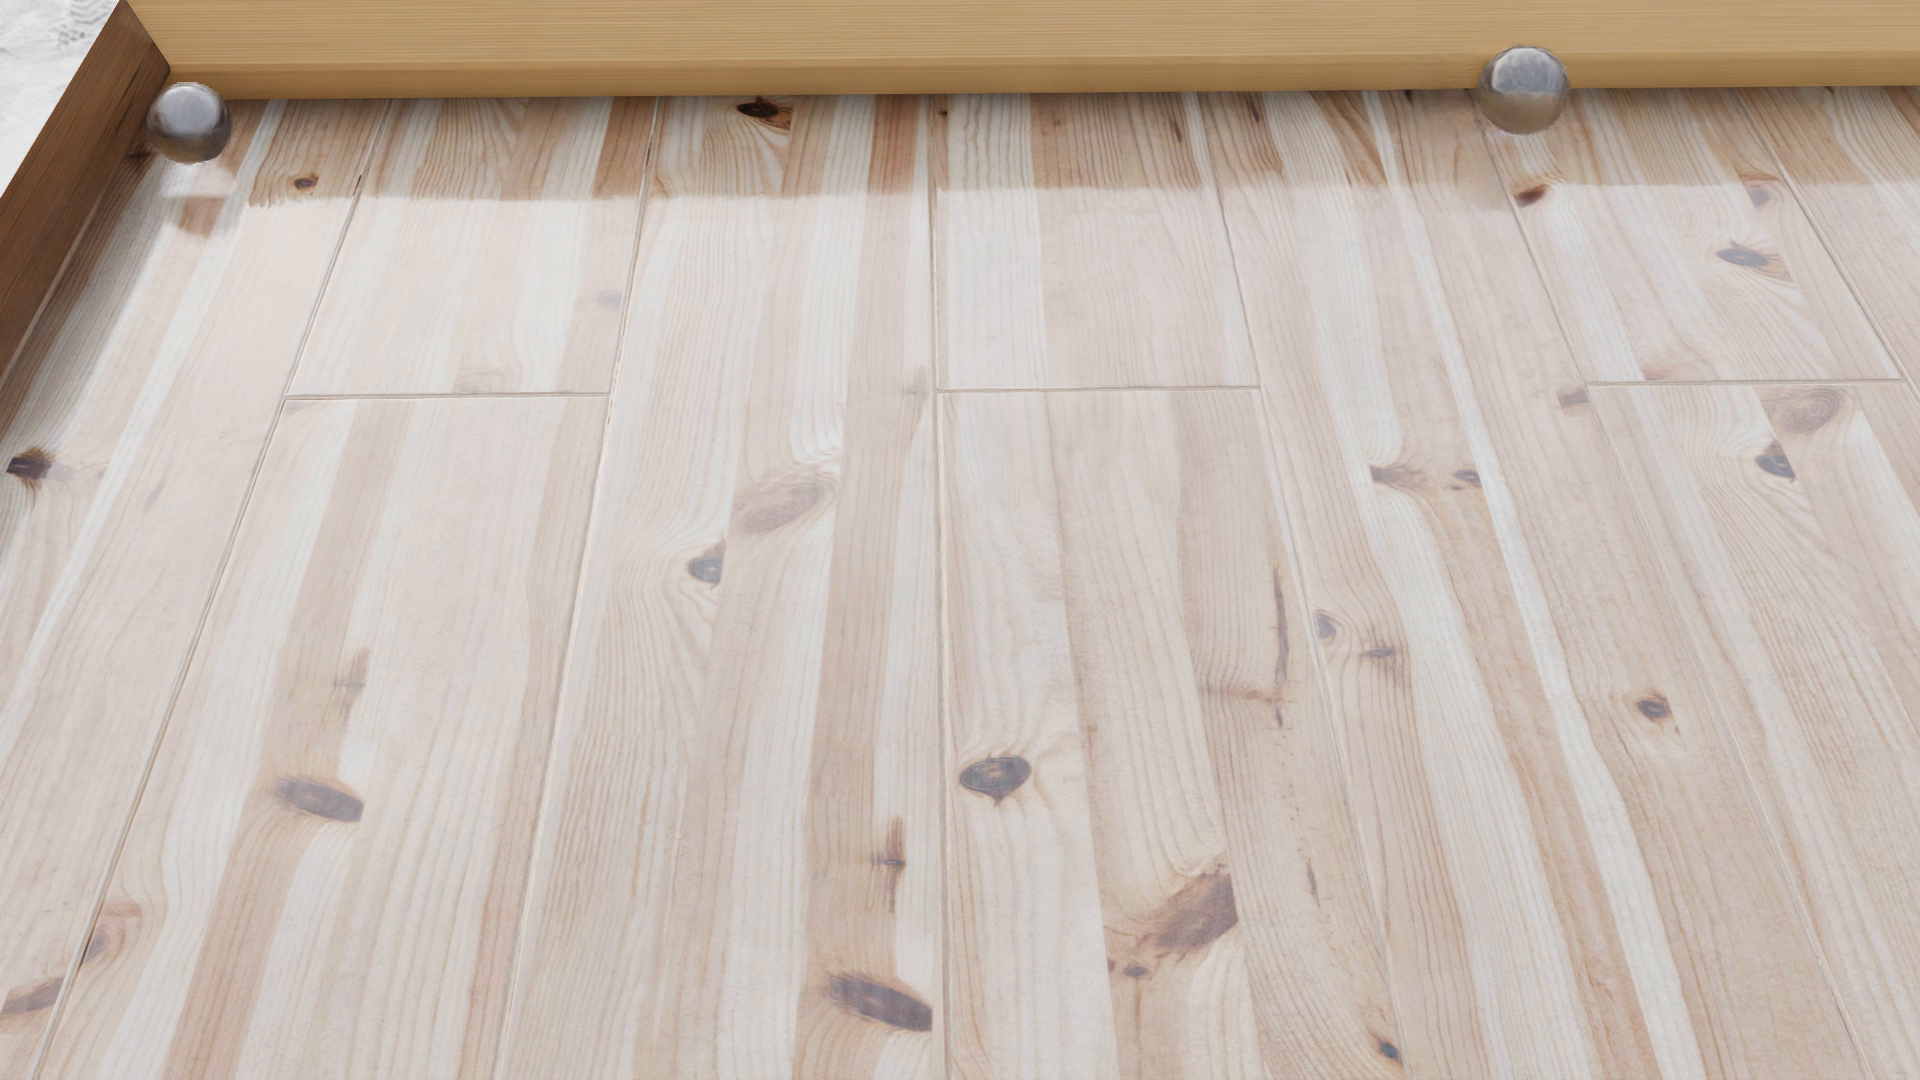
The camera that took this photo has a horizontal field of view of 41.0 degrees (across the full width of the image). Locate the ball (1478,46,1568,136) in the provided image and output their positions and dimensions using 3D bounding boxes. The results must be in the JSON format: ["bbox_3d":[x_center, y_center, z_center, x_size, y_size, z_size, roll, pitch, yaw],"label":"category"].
[{"bbox_3d":[0.506,-0.404,2.306,0.079,0.079,0.079,0,36,0],"label":"ball"}]

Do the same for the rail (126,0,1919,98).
[{"bbox_3d":[0.731,-0.455,2.355,2.982,0.103,0.045,-1,36,-1],"label":"rail"}]

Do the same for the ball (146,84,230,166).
[{"bbox_3d":[-0.679,-0.365,2.259,0.071,0.071,0.071,0,36,0],"label":"ball"}]

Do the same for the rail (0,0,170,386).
[{"bbox_3d":[-0.722,-0.009,1.734,0.045,0.103,1.520,-1,36,-1],"label":"rail"}]
